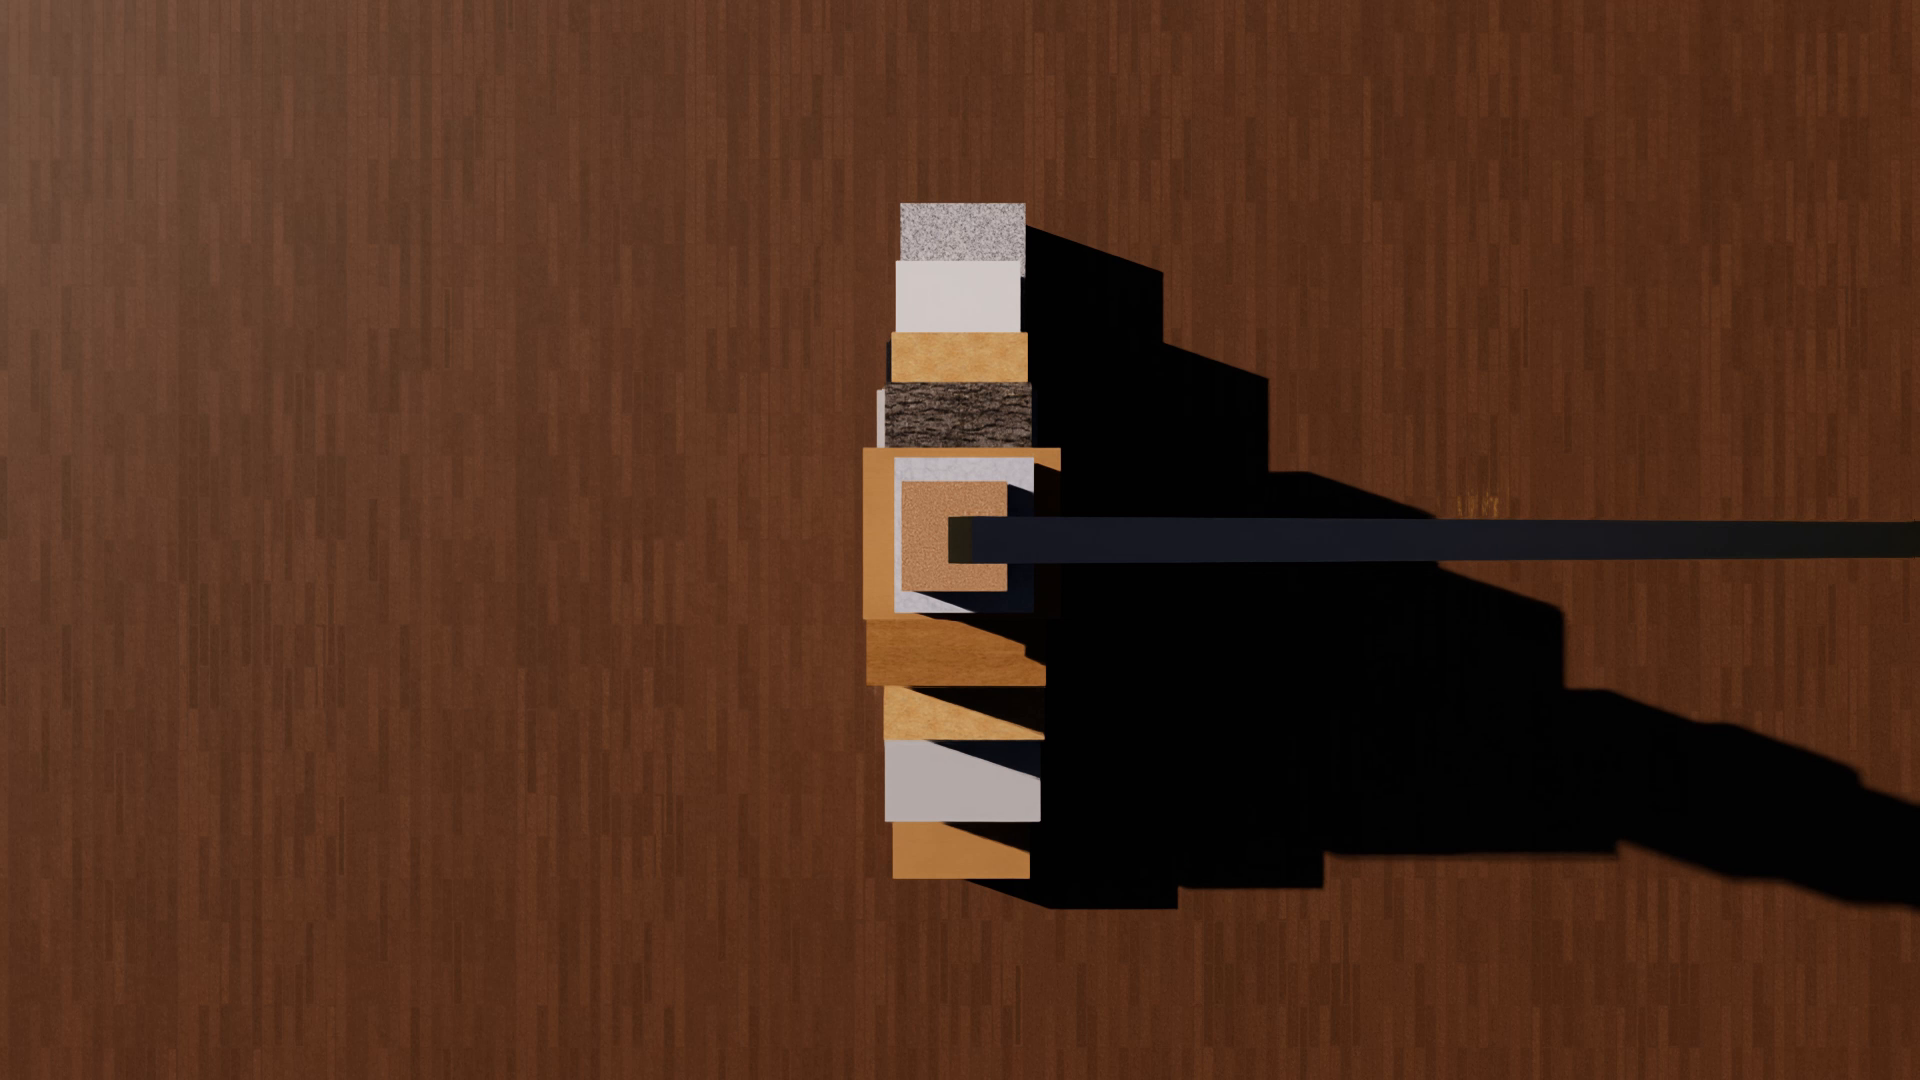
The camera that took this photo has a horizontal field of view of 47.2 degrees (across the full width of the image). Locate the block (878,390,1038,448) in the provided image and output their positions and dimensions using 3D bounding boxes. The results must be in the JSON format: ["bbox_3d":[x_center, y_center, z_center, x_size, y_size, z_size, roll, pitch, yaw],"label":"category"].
[{"bbox_3d":[-0.014,-0.313,11.788,0.831,0.786,0.919,0,89,0],"label":"block"}]

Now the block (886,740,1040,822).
[{"bbox_3d":[0.014,1.112,11.779,0.805,0.768,0.709,0,89,0],"label":"block"}]

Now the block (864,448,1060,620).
[{"bbox_3d":[0.008,-0.029,8.793,0.758,0.717,0.659,0,91,0],"label":"block"}]

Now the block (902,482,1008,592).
[{"bbox_3d":[-0.020,-0.015,7.733,0.363,0.368,0.379,0,91,0],"label":"block"}]

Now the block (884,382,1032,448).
[{"bbox_3d":[-0.008,-0.434,10.339,0.667,0.691,0.557,0,89,0],"label":"block"}]

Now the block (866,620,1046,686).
[{"bbox_3d":[-0.017,0.249,10.177,0.797,0.819,0.812,0,89,0],"label":"block"}]

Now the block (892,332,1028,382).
[{"bbox_3d":[-0.001,-0.710,11.044,0.662,0.712,0.591,0,89,0],"label":"block"}]

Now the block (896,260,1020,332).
[{"bbox_3d":[-0.010,-1.125,11.913,0.657,0.618,0.695,0,90,0],"label":"block"}]

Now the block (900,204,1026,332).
[{"bbox_3d":[0.017,-1.492,12.611,0.693,0.777,0.761,0,90,0],"label":"block"}]

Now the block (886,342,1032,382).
[{"bbox_3d":[-0.005,-0.693,12.623,0.811,0.754,0.816,0,90,0],"label":"block"}]

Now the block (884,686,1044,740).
[{"bbox_3d":[0.020,0.588,10.993,0.775,0.824,0.766,0,89,0],"label":"block"}]

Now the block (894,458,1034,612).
[{"bbox_3d":[0.015,-0.021,8.176,0.502,0.517,0.560,0,91,0],"label":"block"}]

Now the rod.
[{"bbox_3d":[2.234,0.000,5.053,5.200,0.080,0.080,0,90,-31],"label":"rod"}]

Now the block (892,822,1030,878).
[{"bbox_3d":[0.007,1.524,12.581,0.756,0.838,0.697,0,90,0],"label":"block"}]
